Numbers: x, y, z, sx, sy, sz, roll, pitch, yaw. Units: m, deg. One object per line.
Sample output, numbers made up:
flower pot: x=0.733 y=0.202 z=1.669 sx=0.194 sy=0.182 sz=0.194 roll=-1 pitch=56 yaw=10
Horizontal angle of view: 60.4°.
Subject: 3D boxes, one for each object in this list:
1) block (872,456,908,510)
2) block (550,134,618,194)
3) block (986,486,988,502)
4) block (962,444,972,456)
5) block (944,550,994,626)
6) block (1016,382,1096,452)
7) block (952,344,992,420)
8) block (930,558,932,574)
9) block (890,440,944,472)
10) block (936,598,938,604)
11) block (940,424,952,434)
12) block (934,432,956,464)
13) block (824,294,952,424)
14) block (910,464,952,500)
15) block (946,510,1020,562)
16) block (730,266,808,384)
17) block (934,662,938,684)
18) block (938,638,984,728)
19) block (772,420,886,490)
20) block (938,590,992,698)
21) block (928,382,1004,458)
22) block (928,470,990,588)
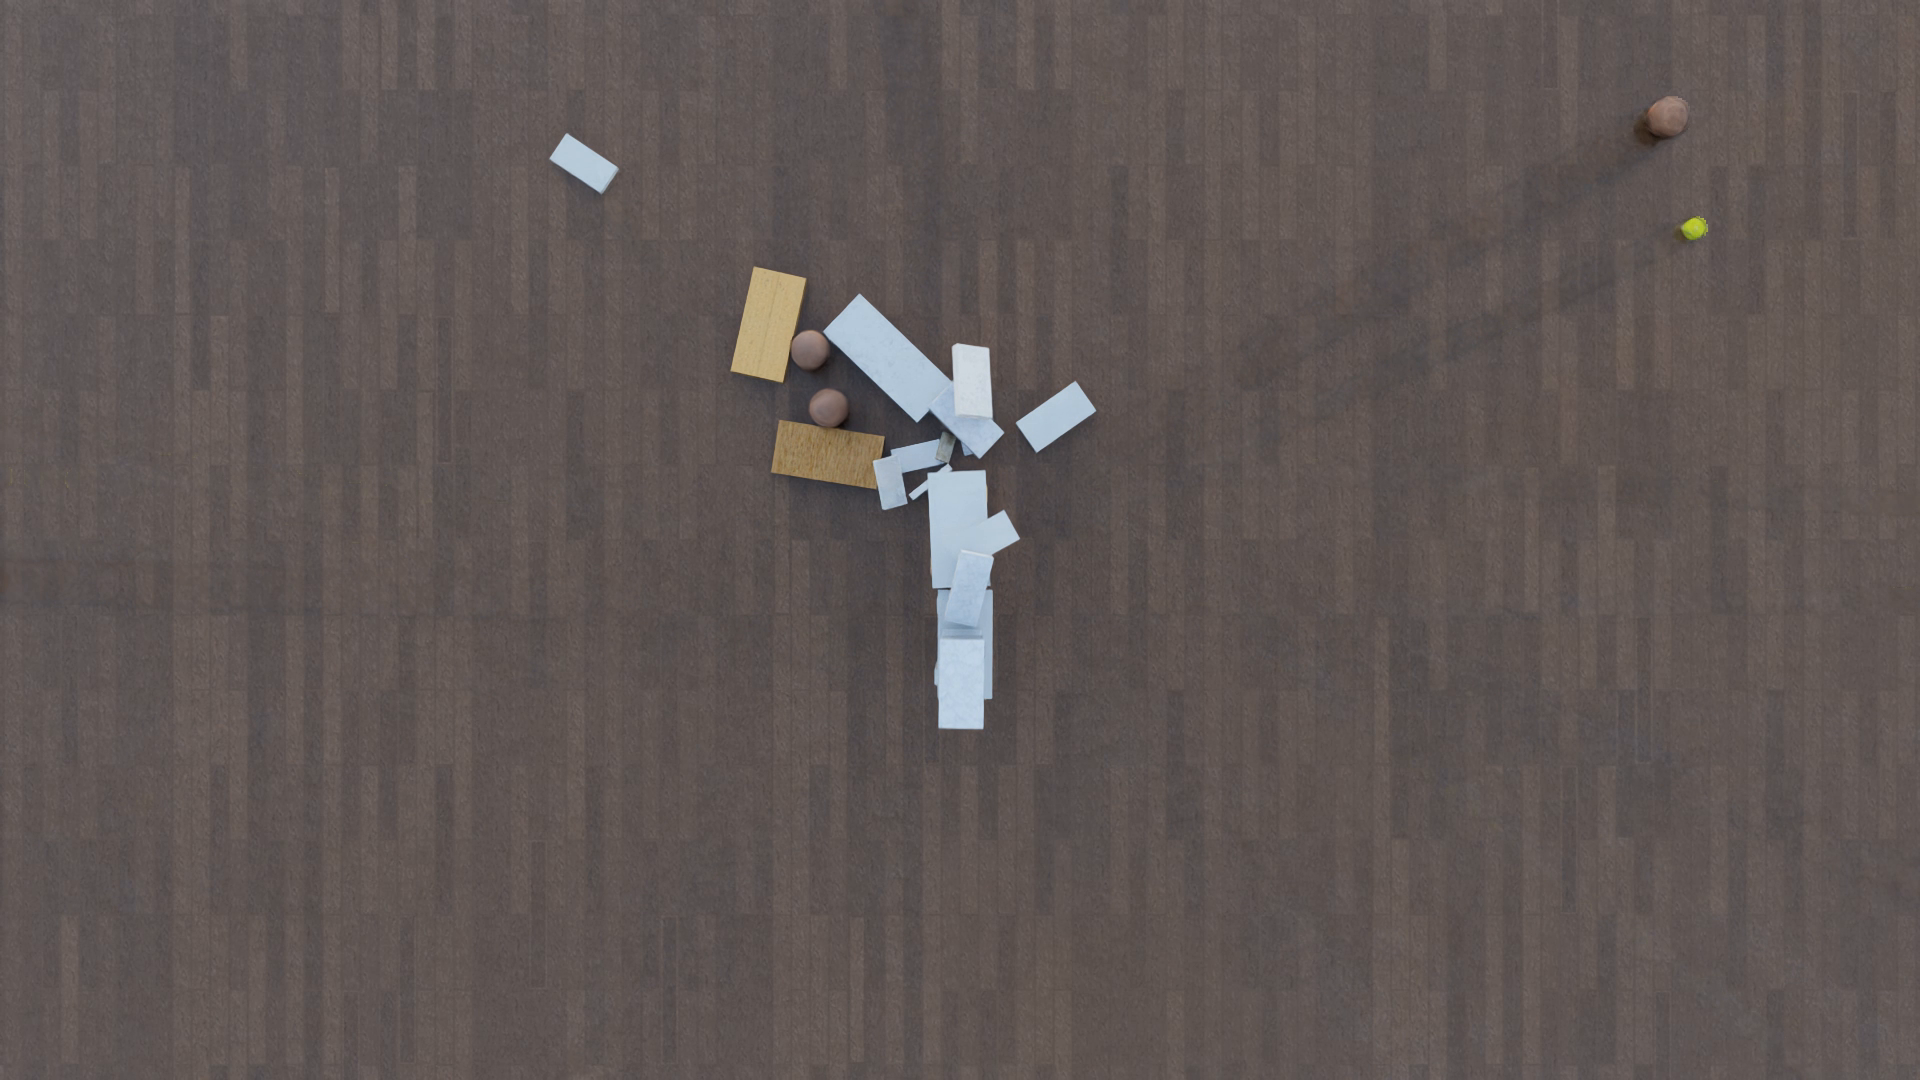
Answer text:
block: x=-0.231 y=-0.191 z=5.456 sx=0.082 sy=0.023 sz=0.165 roll=-16 pitch=104 yaw=-21
block: x=-1.250 y=-1.251 z=5.486 sx=0.203 sy=0.029 sz=0.101 roll=34 pitch=90 yaw=0
block: x=-0.004 y=-0.148 z=5.321 sx=0.178 sy=0.356 sz=0.050 roll=-1 pitch=92 yaw=0
block: x=0.026 y=-0.332 z=5.493 sx=0.048 sy=0.014 sz=0.095 roll=-15 pitch=90 yaw=0
block: x=0.026 y=0.149 z=5.067 sx=0.101 sy=0.029 sz=0.224 roll=12 pitch=103 yaw=-11
block: x=0.319 y=-0.409 z=5.483 sx=0.241 sy=0.034 sz=0.121 roll=-35 pitch=90 yaw=0
block: x=0.041 y=-0.520 z=5.429 sx=0.121 sy=0.034 sz=0.241 roll=5 pitch=75 yaw=-29
block: x=-0.003 y=0.083 z=5.322 sx=0.178 sy=0.356 sz=0.050 roll=0 pitch=90 yaw=0
block: x=-0.141 y=-0.277 z=5.488 sx=0.165 sy=0.023 sz=0.082 roll=-13 pitch=90 yaw=0
block: x=0.013 y=0.205 z=5.331 sx=0.169 sy=0.338 sz=0.048 roll=-1 pitch=90 yaw=0
block: x=-0.026 y=-0.403 z=5.493 sx=0.048 sy=0.014 sz=0.095 roll=27 pitch=90 yaw=0
block: x=-0.048 y=-0.306 z=5.476 sx=0.048 sy=0.014 sz=0.095 roll=20 pitch=78 yaw=-20
block: x=-0.237 y=-0.601 z=5.475 sx=0.432 sy=0.050 sz=0.176 roll=44 pitch=90 yaw=0
block: x=-0.096 y=-0.191 z=5.459 sx=0.165 sy=0.082 sz=0.023 roll=-38 pitch=90 yaw=0
block: x=0.071 y=0.001 z=5.078 sx=0.203 sy=0.029 sz=0.101 roll=-29 pitch=90 yaw=0
block: x=-0.633 y=-0.712 z=5.475 sx=0.176 sy=0.050 sz=0.353 roll=13 pitch=90 yaw=0
block: x=0.005 y=0.429 z=5.331 sx=0.169 sy=0.338 sz=0.048 roll=0 pitch=90 yaw=0
block: x=0.005 y=0.421 z=4.837 sx=0.130 sy=0.037 sz=0.259 roll=1 pitch=90 yaw=0
block: x=-0.437 y=-0.283 z=5.475 sx=0.353 sy=0.050 sz=0.176 roll=9 pitch=90 yaw=0
block: x=0.016 y=0.323 z=5.139 sx=0.169 sy=0.048 sz=0.338 roll=0 pitch=90 yaw=0
block: x=0.019 y=-0.396 z=5.451 sx=0.241 sy=0.034 sz=0.121 roll=45 pitch=84 yaw=-13
block: x=-0.003 y=-0.033 z=5.118 sx=0.178 sy=0.050 sz=0.356 roll=-2 pitch=90 yaw=0
